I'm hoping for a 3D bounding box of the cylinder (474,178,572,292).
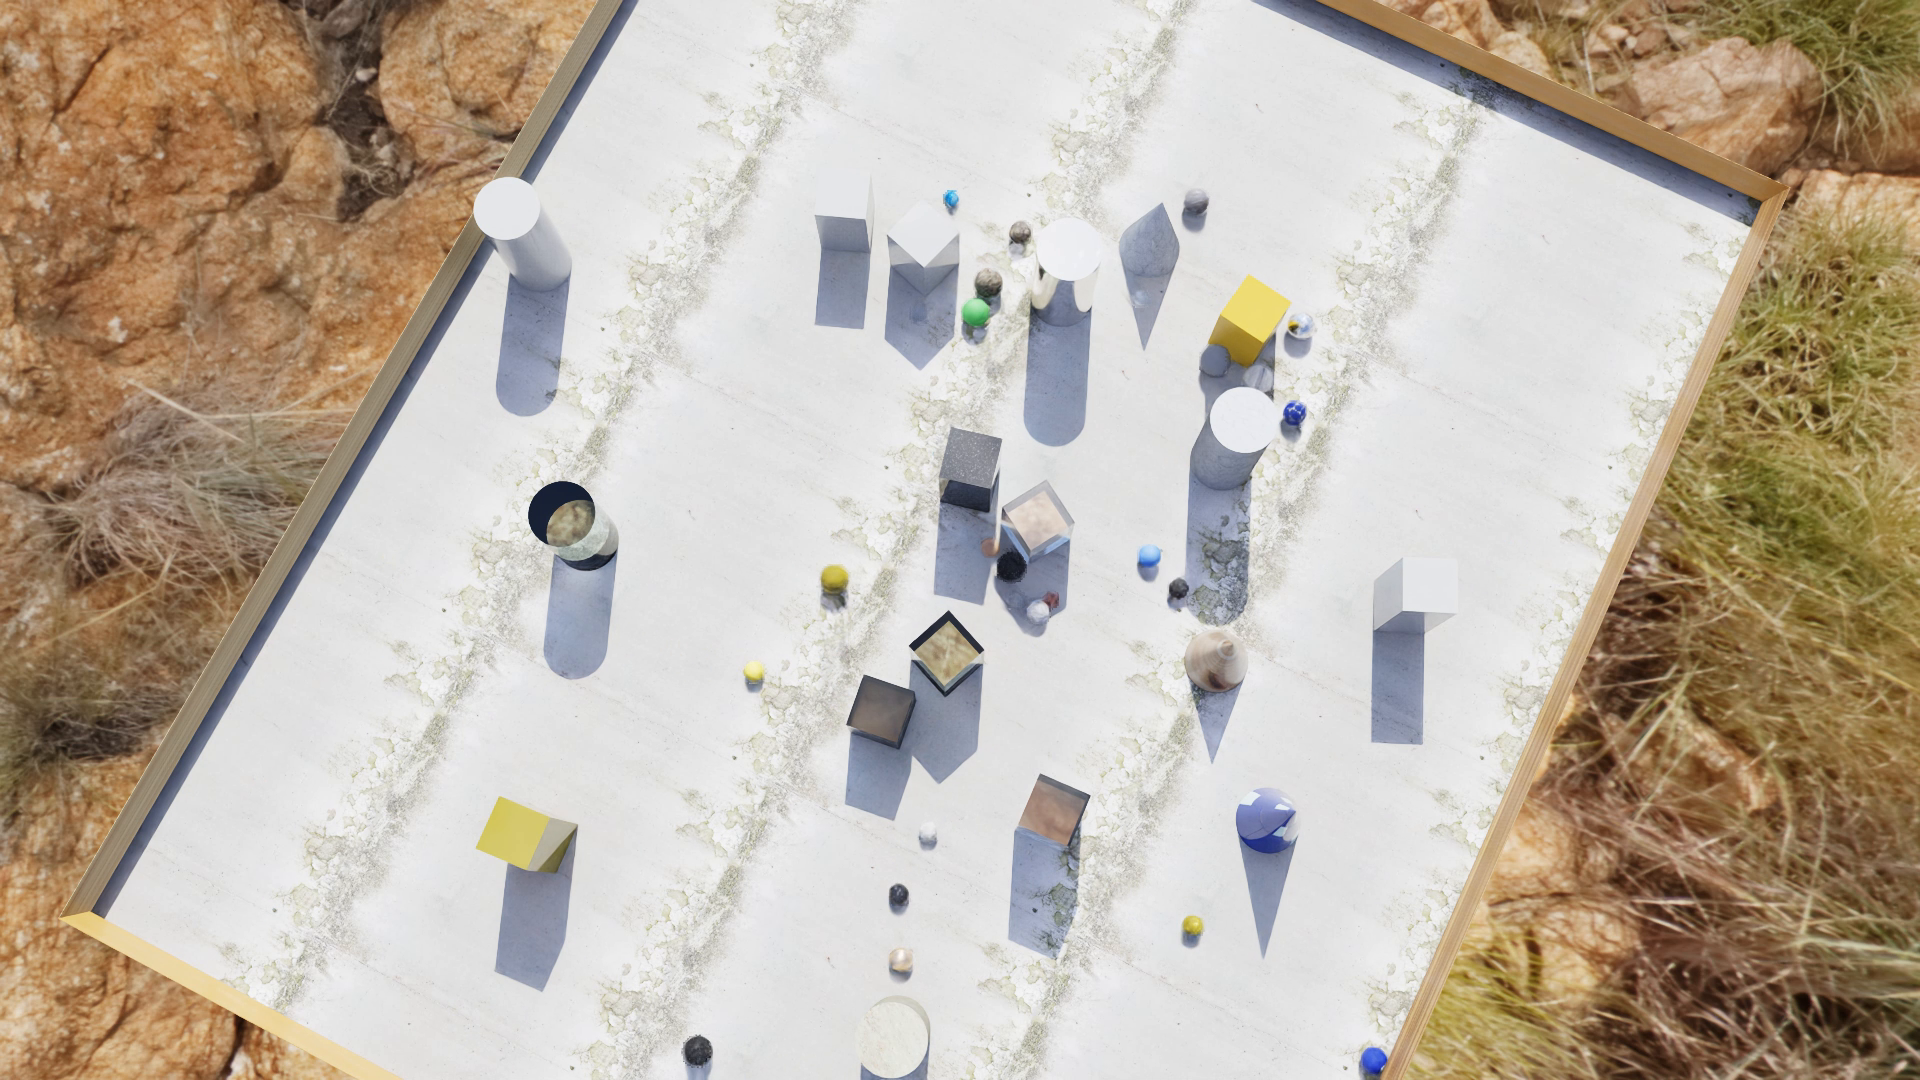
[{"bbox_3d":[-1.324,-0.923,5.576,0.195,0.454,0.195,0,78,0],"label":"cylinder"}]

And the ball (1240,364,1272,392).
[{"bbox_3d":[0.917,-0.495,5.671,0.095,0.095,0.095,0,78,0],"label":"ball"}]

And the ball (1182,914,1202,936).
[{"bbox_3d":[0.678,1.126,5.352,0.061,0.061,0.061,0,78,0],"label":"ball"}]

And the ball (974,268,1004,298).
[{"bbox_3d":[0.090,-0.804,5.737,0.090,0.090,0.090,0,78,0],"label":"ball"}]

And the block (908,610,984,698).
[{"bbox_3d":[-0.039,0.338,5.398,0.156,0.291,0.156,-41,81,-8],"label":"block"}]

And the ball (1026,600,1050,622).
[{"bbox_3d":[0.235,0.216,5.537,0.069,0.069,0.069,0,78,0],"label":"ball"}]

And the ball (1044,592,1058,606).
[{"bbox_3d":[0.274,0.180,5.557,0.045,0.045,0.045,0,78,0],"label":"ball"}]

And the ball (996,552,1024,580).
[{"bbox_3d":[0.153,0.080,5.555,0.088,0.088,0.088,0,78,0],"label":"ball"}]

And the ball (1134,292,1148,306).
[{"bbox_3d":[0.568,-0.757,5.749,0.048,0.048,0.048,0,78,0],"label":"ball"}]

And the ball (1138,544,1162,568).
[{"bbox_3d":[0.578,0.048,5.571,0.070,0.070,0.070,0,78,0],"label":"ball"}]

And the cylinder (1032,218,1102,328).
[{"bbox_3d":[0.321,-0.806,5.564,0.195,0.430,0.195,0,78,0],"label":"cylinder"}]

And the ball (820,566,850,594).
[{"bbox_3d":[-0.379,0.122,5.546,0.089,0.089,0.089,0,78,0],"label":"ball"}]

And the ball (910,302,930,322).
[{"bbox_3d":[-0.125,-0.710,5.732,0.062,0.062,0.062,0,78,0],"label":"ball"}]

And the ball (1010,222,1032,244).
[{"bbox_3d":[0.190,-0.969,5.781,0.070,0.070,0.070,0,78,0],"label":"ball"}]

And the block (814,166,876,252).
[{"bbox_3d":[-0.355,-1.022,5.683,0.156,0.284,0.156,5,78,1],"label":"block"}]

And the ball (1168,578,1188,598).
[{"bbox_3d":[0.661,0.147,5.554,0.062,0.062,0.062,0,78,0],"label":"ball"}]

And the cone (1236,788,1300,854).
[{"bbox_3d":[0.915,0.786,5.217,0.195,0.464,0.195,0,78,0],"label":"cone"}]

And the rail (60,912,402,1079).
[{"bbox_3d":[-0.954,1.876,5.163,3.636,0.126,0.045,26,80,5],"label":"rail"}]

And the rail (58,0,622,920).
[{"bbox_3d":[-1.605,-0.779,5.712,0.045,0.126,4.315,26,80,5],"label":"rail"}]

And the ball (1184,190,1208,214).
[{"bbox_3d":[0.747,-1.070,5.797,0.080,0.080,0.080,0,78,0],"label":"ball"}]

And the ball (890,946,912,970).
[{"bbox_3d":[-0.172,1.218,5.329,0.069,0.069,0.069,0,78,0],"label":"ball"}]

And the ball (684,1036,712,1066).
[{"bbox_3d":[-0.753,1.469,5.270,0.083,0.083,0.083,0,78,0],"label":"ball"}]

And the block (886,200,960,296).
[{"bbox_3d":[-0.111,-0.900,5.664,0.156,0.271,0.156,43,81,8],"label":"block"}]

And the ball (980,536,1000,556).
[{"bbox_3d":[0.093,0.019,5.583,0.058,0.058,0.058,0,78,0],"label":"ball"}]

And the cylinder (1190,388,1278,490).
[{"bbox_3d":[0.808,-0.294,5.438,0.195,0.468,0.195,0,78,0],"label":"cylinder"}]

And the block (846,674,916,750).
[{"bbox_3d":[-0.230,0.508,5.391,0.156,0.236,0.156,18,79,4],"label":"block"}]

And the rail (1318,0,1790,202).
[{"bbox_3d":[0.954,-1.862,5.936,3.636,0.126,0.045,26,80,5],"label":"rail"}]

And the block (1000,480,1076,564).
[{"bbox_3d":[0.232,-0.051,5.506,0.156,0.237,0.156,-32,80,-6],"label":"block"}]

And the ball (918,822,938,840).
[{"bbox_3d":[-0.094,0.860,5.410,0.055,0.055,0.055,0,78,0],"label":"ball"}]

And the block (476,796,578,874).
[{"bbox_3d":[-1.235,0.847,5.247,0.156,0.380,0.156,22,79,4],"label":"block"}]

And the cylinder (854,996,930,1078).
[{"bbox_3d":[-0.182,1.374,5.092,0.195,0.471,0.195,0,78,0],"label":"cylinder"}]

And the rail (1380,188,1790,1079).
[{"bbox_3d":[1.605,0.792,5.387,0.045,0.126,4.315,26,80,5],"label":"rail"}]

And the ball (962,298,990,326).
[{"bbox_3d":[0.049,-0.710,5.720,0.086,0.086,0.086,0,78,0],"label":"ball"}]

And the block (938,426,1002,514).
[{"bbox_3d":[0.031,-0.207,5.496,0.156,0.321,0.156,13,79,3],"label":"block"}]

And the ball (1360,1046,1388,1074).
[{"bbox_3d":[1.190,1.494,5.269,0.076,0.076,0.076,0,78,0],"label":"ball"}]

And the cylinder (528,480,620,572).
[{"bbox_3d":[-1.142,-0.037,5.435,0.195,0.370,0.195,0,78,0],"label":"cylinder"}]

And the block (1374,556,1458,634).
[{"bbox_3d":[1.336,0.166,5.390,0.156,0.376,0.156,3,78,1],"label":"block"}]

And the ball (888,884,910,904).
[{"bbox_3d":[-0.180,1.037,5.371,0.061,0.061,0.061,0,78,0],"label":"ball"}]

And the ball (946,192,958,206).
[{"bbox_3d":[-0.026,-1.084,5.819,0.044,0.044,0.044,0,78,0],"label":"ball"}]

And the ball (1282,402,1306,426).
[{"bbox_3d":[1.032,-0.390,5.659,0.074,0.074,0.074,0,78,0],"label":"ball"}]

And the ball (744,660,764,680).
[{"bbox_3d":[-0.619,0.393,5.504,0.061,0.061,0.061,0,78,0],"label":"ball"}]

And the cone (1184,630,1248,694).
[{"bbox_3d":[0.775,0.331,5.368,0.195,0.353,0.195,0,78,0],"label":"cone"}]

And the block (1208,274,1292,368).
[{"bbox_3d":[0.884,-0.664,5.611,0.156,0.279,0.156,35,80,7],"label":"block"}]

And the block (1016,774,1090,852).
[{"bbox_3d":[0.264,0.787,5.274,0.156,0.352,0.156,23,79,5],"label":"block"}]

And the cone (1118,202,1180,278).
[{"bbox_3d":[0.600,-0.963,5.618,0.195,0.388,0.195,0,78,0],"label":"cone"}]

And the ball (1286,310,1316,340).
[{"bbox_3d":[1.062,-0.670,5.709,0.089,0.089,0.089,0,78,0],"label":"ball"}]

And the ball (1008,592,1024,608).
[{"bbox_3d":[0.170,0.182,5.554,0.049,0.049,0.049,0,78,0],"label":"ball"}]

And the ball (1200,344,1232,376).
[{"bbox_3d":[0.793,-0.556,5.682,0.097,0.097,0.097,0,78,0],"label":"ball"}]
